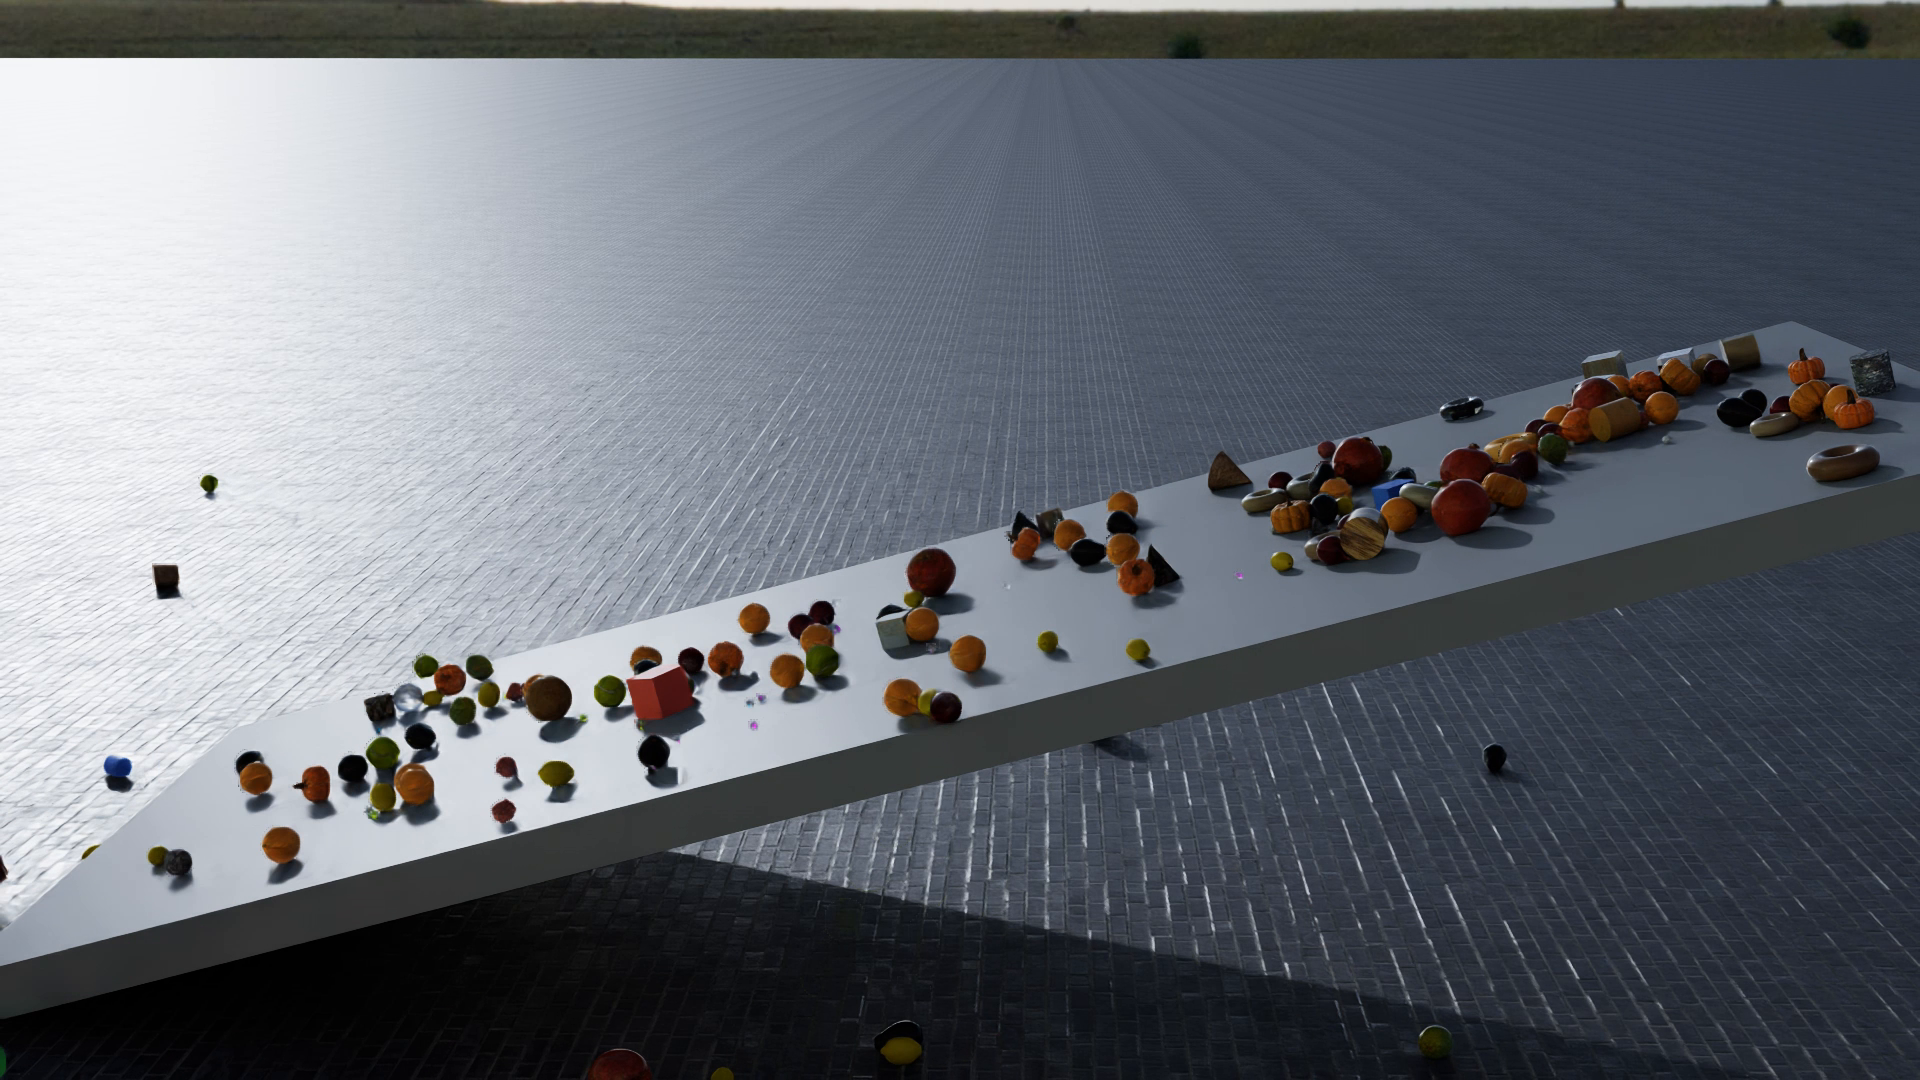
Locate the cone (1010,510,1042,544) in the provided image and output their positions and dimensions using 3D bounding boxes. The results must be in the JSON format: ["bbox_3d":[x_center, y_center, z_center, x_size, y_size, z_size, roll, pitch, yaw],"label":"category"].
[{"bbox_3d":[0.171,-0.021,7.020,0.081,0.081,0.081,14,12,9],"label":"cone"}]

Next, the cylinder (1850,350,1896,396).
[{"bbox_3d":[1.871,-0.343,6.031,0.078,0.078,0.078,-15,9,2],"label":"cylinder"}]

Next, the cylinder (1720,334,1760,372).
[{"bbox_3d":[1.776,-0.425,6.695,0.072,0.072,0.072,-14,8,8],"label":"cylinder"}]

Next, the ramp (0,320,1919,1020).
[{"bbox_3d":[0.080,0.191,6.330,4.000,0.100,2.000,-15,9,4],"label":"ramp"}]

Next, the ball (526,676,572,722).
[{"bbox_3d":[-0.891,0.344,6.380,0.100,0.100,0.100,0,10,0],"label":"ball"}]

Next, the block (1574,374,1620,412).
[{"bbox_3d":[1.453,-0.334,6.694,0.067,0.067,0.067,-22,11,-35],"label":"block"}]

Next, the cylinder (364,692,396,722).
[{"bbox_3d":[-1.378,0.397,6.989,0.057,0.057,0.057,-16,11,-1],"label":"cylinder"}]

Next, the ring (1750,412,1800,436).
[{"bbox_3d":[1.634,-0.232,5.901,0.098,0.033,0.098,-15,8,2],"label":"ring"}]

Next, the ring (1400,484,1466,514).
[{"bbox_3d":[0.958,-0.083,5.963,0.136,0.045,0.136,12,5,-1],"label":"ring"}]

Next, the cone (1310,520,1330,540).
[{"bbox_3d":[0.751,-0.008,6.027,0.059,0.059,0.059,14,13,11],"label":"cone"}]

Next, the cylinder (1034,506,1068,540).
[{"bbox_3d":[0.216,-0.040,6.979,0.062,0.062,0.062,-20,9,4],"label":"cylinder"}]

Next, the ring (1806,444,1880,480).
[{"bbox_3d":[1.611,-0.141,5.366,0.131,0.044,0.131,-14,10,3],"label":"ring"}]

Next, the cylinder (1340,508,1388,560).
[{"bbox_3d":[0.796,-0.013,5.791,0.087,0.087,0.087,2,14,14],"label":"cylinder"}]

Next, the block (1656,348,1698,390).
[{"bbox_3d":[1.639,-0.391,6.713,0.072,0.072,0.072,-11,10,26],"label":"block"}]

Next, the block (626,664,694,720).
[{"bbox_3d":[-0.625,0.317,6.140,0.088,0.088,0.088,-6,13,46],"label":"block"}]

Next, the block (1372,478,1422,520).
[{"bbox_3d":[0.906,-0.085,6.109,0.066,0.066,0.066,-19,10,-20],"label":"block"}]

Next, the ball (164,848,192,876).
[{"bbox_3d":[-1.552,0.640,5.838,0.054,0.054,0.054,0,10,0],"label":"ball"}]

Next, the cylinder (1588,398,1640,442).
[{"bbox_3d":[1.401,-0.258,6.294,0.077,0.077,0.077,-19,16,-19],"label":"cylinder"}]

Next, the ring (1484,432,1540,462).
[{"bbox_3d":[1.201,-0.201,6.394,0.126,0.042,0.126,-16,8,2],"label":"ring"}]

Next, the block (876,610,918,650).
[{"bbox_3d":[-0.133,0.189,6.186,0.061,0.061,0.061,-12,10,19],"label":"block"}]

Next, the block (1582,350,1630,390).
[{"bbox_3d":[1.514,-0.391,6.896,0.081,0.081,0.081,-11,10,27],"label":"block"}]

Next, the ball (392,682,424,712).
[{"bbox_3d":[-1.307,0.374,6.968,0.072,0.072,0.072,0,10,0],"label":"ball"}]

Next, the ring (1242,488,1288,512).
[{"bbox_3d":[0.683,-0.089,6.595,0.105,0.035,0.105,-14,10,2],"label":"ring"}]

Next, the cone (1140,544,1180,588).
[{"bbox_3d":[0.404,0.047,6.085,0.084,0.084,0.084,-15,9,2],"label":"cone"}]

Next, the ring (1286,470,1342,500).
[{"bbox_3d":[0.793,-0.123,6.595,0.130,0.043,0.130,-16,10,3],"label":"ring"}]

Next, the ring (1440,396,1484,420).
[{"bbox_3d":[1.209,-0.317,7.090,0.109,0.036,0.109,-16,10,3],"label":"ring"}]

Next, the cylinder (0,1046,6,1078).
[{"bbox_3d":[-1.752,0.917,5.214,0.095,0.095,0.095,-7,12,-34],"label":"cylinder"}]

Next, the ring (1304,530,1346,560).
[{"bbox_3d":[0.747,0.010,5.892,0.115,0.038,0.115,-15,10,3],"label":"ring"}]
